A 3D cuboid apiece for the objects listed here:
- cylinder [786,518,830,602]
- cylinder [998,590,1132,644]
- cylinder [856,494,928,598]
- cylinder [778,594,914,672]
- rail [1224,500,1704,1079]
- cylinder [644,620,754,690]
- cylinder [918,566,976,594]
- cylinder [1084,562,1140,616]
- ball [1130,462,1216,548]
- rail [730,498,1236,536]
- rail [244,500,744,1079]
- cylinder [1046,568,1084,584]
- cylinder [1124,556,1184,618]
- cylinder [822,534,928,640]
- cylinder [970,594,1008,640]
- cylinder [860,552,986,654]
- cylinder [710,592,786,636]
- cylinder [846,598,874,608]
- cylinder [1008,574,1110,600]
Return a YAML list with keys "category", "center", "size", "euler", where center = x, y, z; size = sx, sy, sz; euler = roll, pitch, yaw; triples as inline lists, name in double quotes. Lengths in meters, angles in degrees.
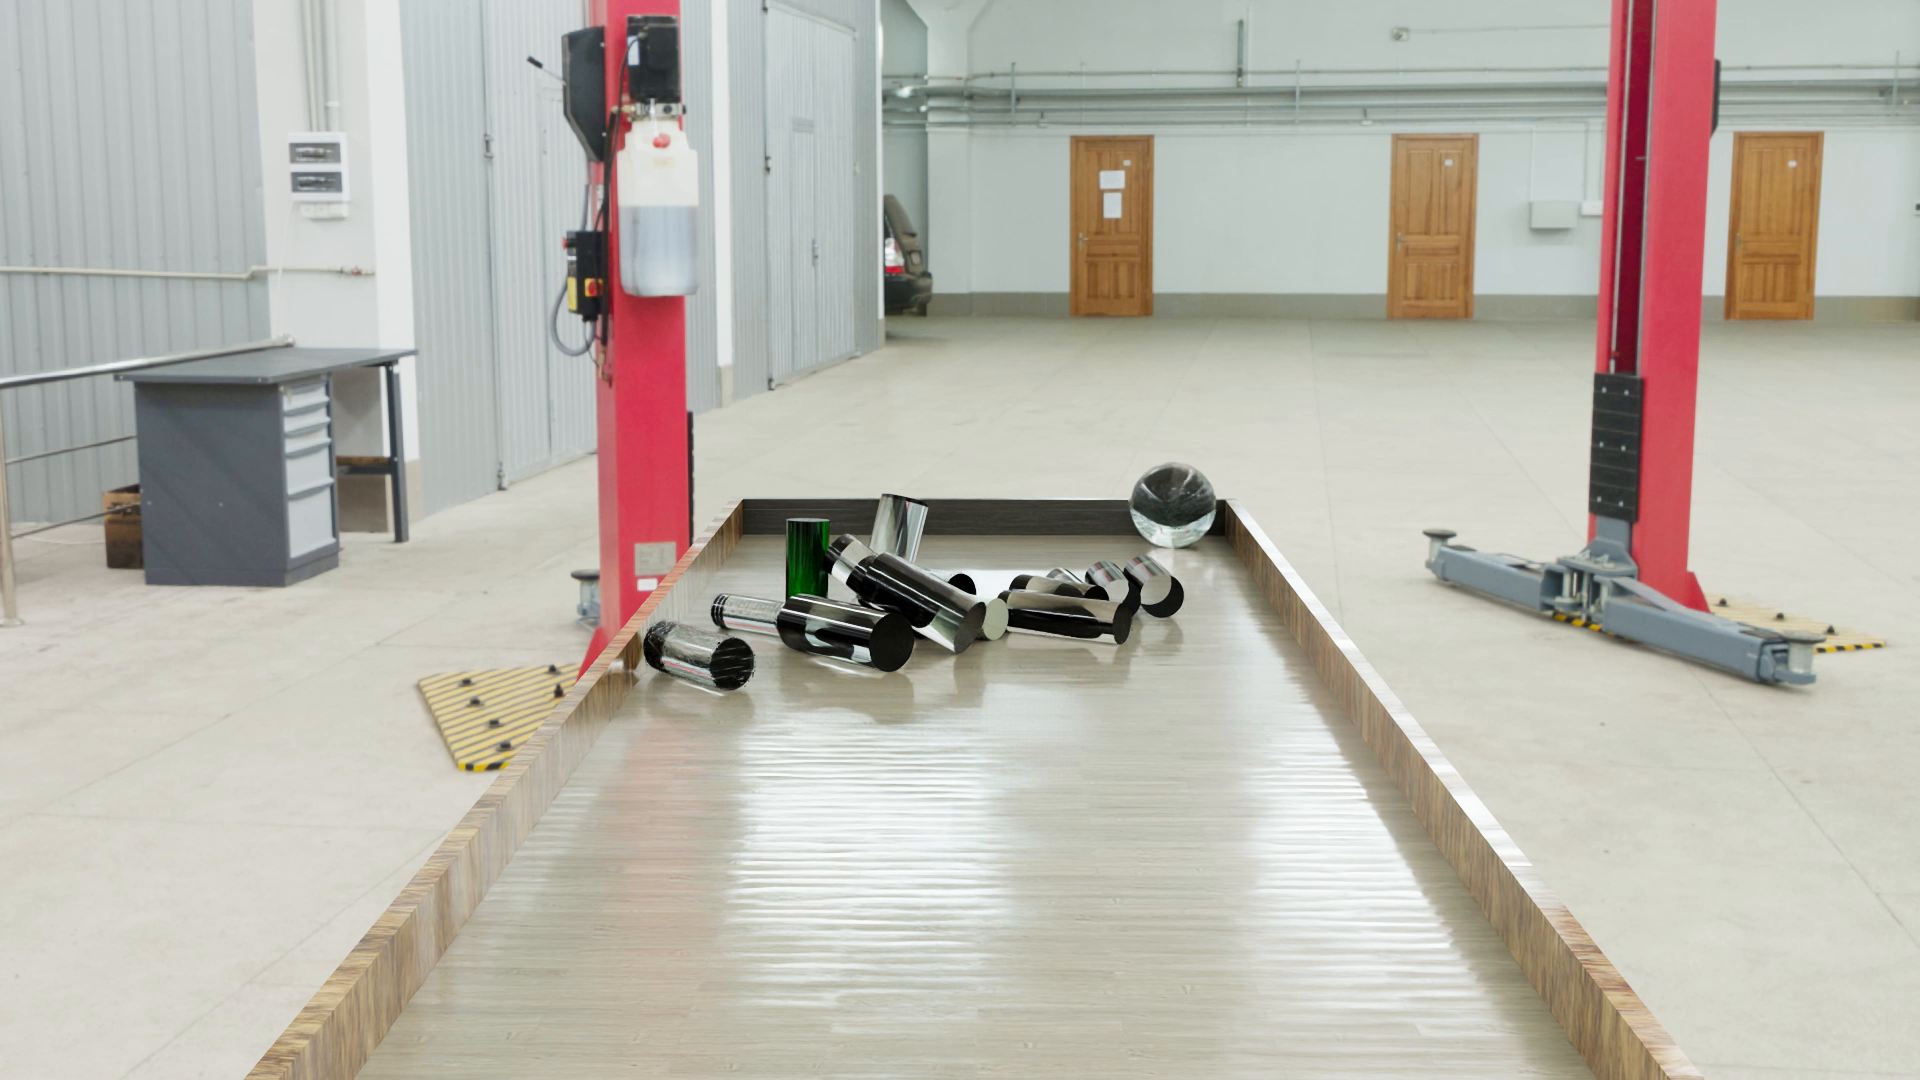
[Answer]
- category: "cylinder"
  center: [-0.502, 0.105, 7.225]
  size: [0.142, 0.342, 0.142]
  euler: [1, 5, 0]
- category: "cylinder"
  center: [0.326, 0.246, 7.033]
  size: [0.429, 0.134, 0.134]
  euler: [5, 10, 30]
- category: "cylinder"
  center: [-0.229, 0.059, 7.267]
  size: [0.162, 0.398, 0.162]
  euler: [14, -7, 2]
- category: "cylinder"
  center: [-0.349, 0.279, 6.682]
  size: [0.178, 0.178, 0.434]
  euler: [-8, 12, -42]
- category: "rail"
  center: [1.046, 0.843, 3.208]
  size: [0.050, 0.150, 12.000]
  euler: [0, 9, 1]
- category: "cylinder"
  center: [-0.764, 0.334, 6.413]
  size: [0.153, 0.153, 0.351]
  euler: [-8, 12, -40]
- category: "cylinder"
  center: [-0.143, 0.170, 7.412]
  size: [0.397, 0.164, 0.164]
  euler: [9, 13, 44]
- category: "cylinder"
  center: [0.518, 0.170, 7.493]
  size: [0.138, 0.138, 0.370]
  euler: [-1, 9, -5]
- category: "ball"
  center: [0.852, -0.140, 8.791]
  size: [0.346, 0.346, 0.346]
  euler: [0, 9, 0]
- category: "rail"
  center: [0.099, -0.098, 9.147]
  size: [2.100, 0.150, 0.050]
  euler: [0, 9, 1]
- category: "rail"
  center: [-1.004, 0.839, 3.234]
  size: [0.050, 0.150, 12.000]
  euler: [0, 9, 1]
- category: "cylinder"
  center: [0.378, 0.179, 7.529]
  size: [0.110, 0.110, 0.355]
  euler: [-1, 9, -9]
- category: "cylinder"
  center: [0.660, 0.158, 7.539]
  size: [0.149, 0.149, 0.381]
  euler: [-1, 9, -5]
- category: "cylinder"
  center: [-0.245, 0.149, 7.080]
  size: [0.418, 0.144, 0.144]
  euler: [35, 26, 27]
- category: "cylinder"
  center: [-0.032, 0.233, 7.112]
  size: [0.374, 0.134, 0.134]
  euler: [7, 12, 39]
- category: "cylinder"
  center: [-0.115, 0.192, 6.838]
  size: [0.357, 0.178, 0.178]
  euler: [28, 20, 22]
- category: "cylinder"
  center: [-0.619, 0.248, 7.083]
  size: [0.401, 0.113, 0.113]
  euler: [7, 11, 37]
- category: "cylinder"
  center: [-0.288, 0.269, 6.939]
  size: [0.117, 0.117, 0.340]
  euler: [-3, 9, -17]
- category: "cylinder"
  center: [0.324, 0.202, 7.269]
  size: [0.327, 0.146, 0.146]
  euler: [9, 13, 44]
